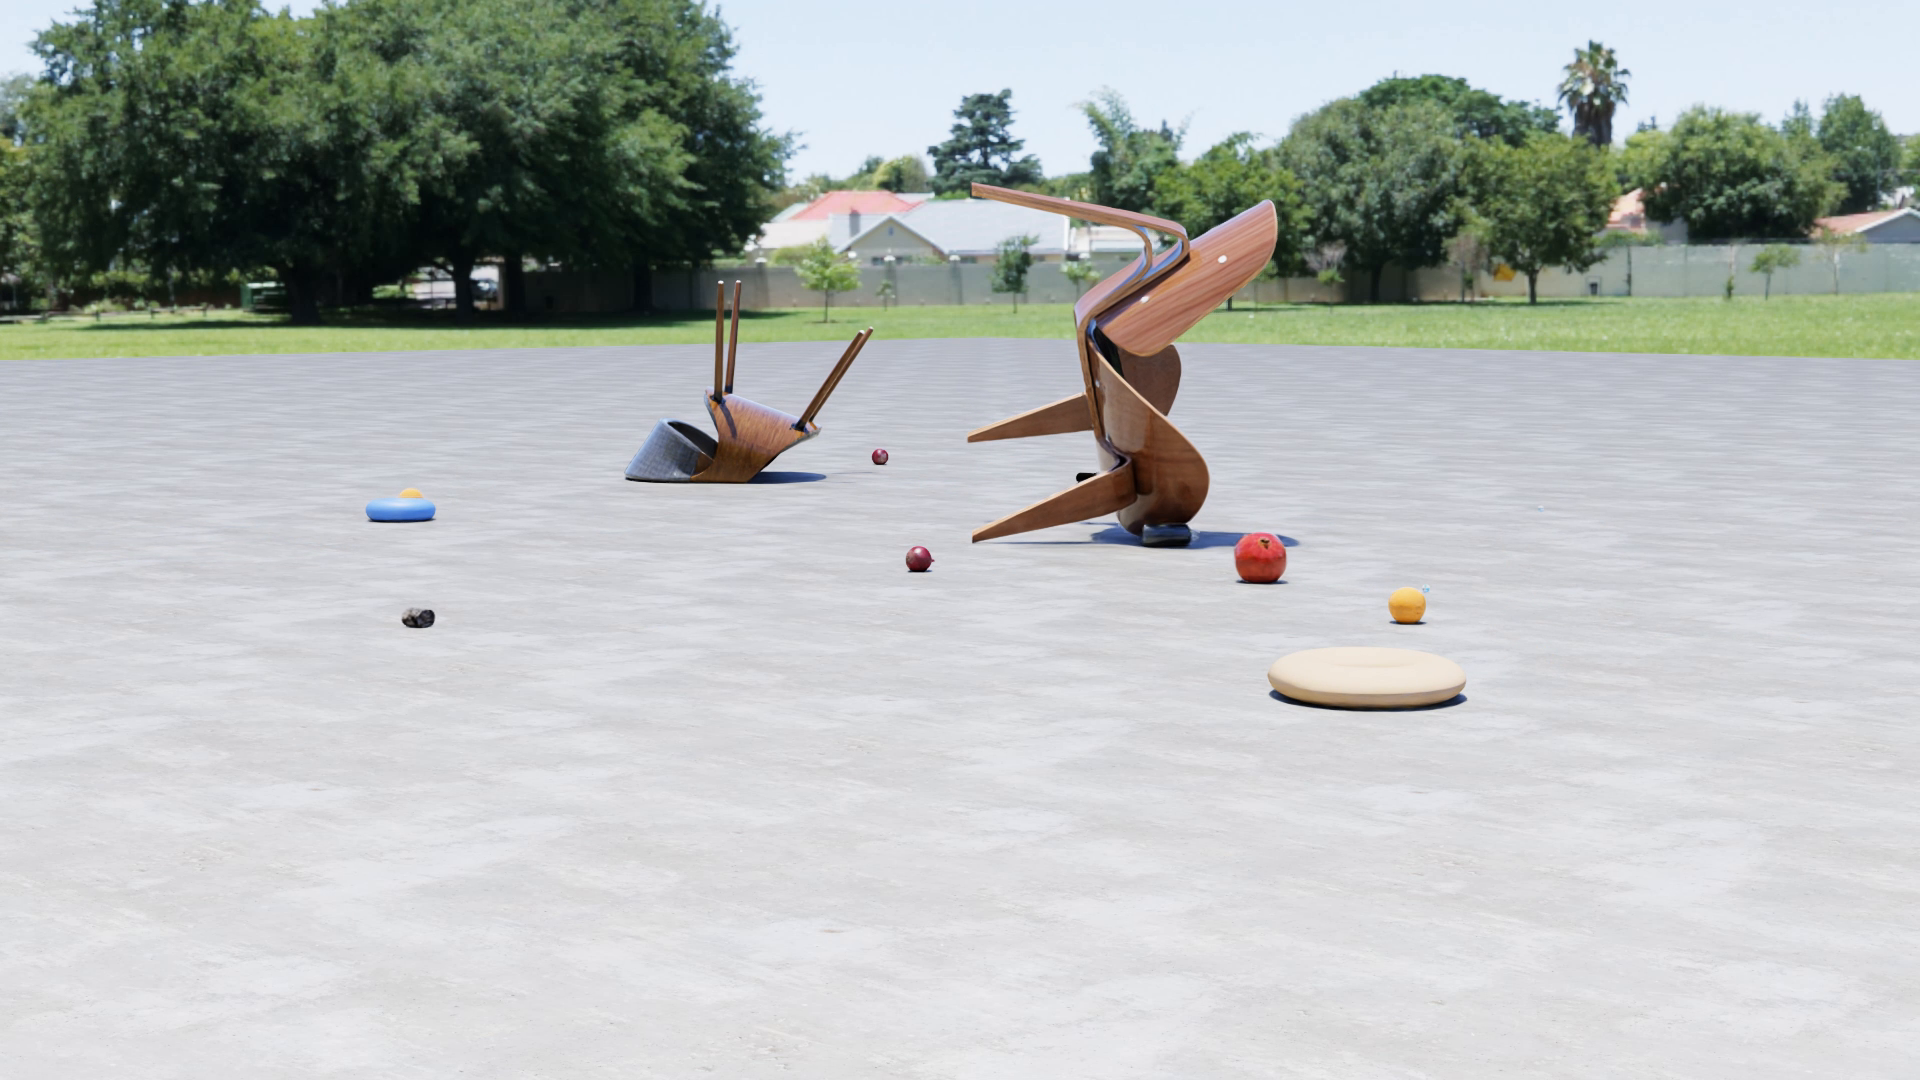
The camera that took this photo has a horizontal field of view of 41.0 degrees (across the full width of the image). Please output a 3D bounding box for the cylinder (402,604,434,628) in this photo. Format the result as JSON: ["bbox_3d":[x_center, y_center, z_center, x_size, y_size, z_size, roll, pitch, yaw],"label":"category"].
[{"bbox_3d":[-1.019,0.146,4.827,0.044,0.035,0.046,-28,13,22],"label":"cylinder"}]

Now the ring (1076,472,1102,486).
[{"bbox_3d":[0.407,-0.194,8.123,0.053,0.035,0.106,-2,7,-39],"label":"ring"}]

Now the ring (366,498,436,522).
[{"bbox_3d":[-1.512,-0.081,6.935,0.188,0.056,0.173,1,5,8],"label":"ring"}]

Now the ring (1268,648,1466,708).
[{"bbox_3d":[0.639,0.215,4.031,0.312,0.062,0.307,-5,9,-40],"label":"ring"}]
